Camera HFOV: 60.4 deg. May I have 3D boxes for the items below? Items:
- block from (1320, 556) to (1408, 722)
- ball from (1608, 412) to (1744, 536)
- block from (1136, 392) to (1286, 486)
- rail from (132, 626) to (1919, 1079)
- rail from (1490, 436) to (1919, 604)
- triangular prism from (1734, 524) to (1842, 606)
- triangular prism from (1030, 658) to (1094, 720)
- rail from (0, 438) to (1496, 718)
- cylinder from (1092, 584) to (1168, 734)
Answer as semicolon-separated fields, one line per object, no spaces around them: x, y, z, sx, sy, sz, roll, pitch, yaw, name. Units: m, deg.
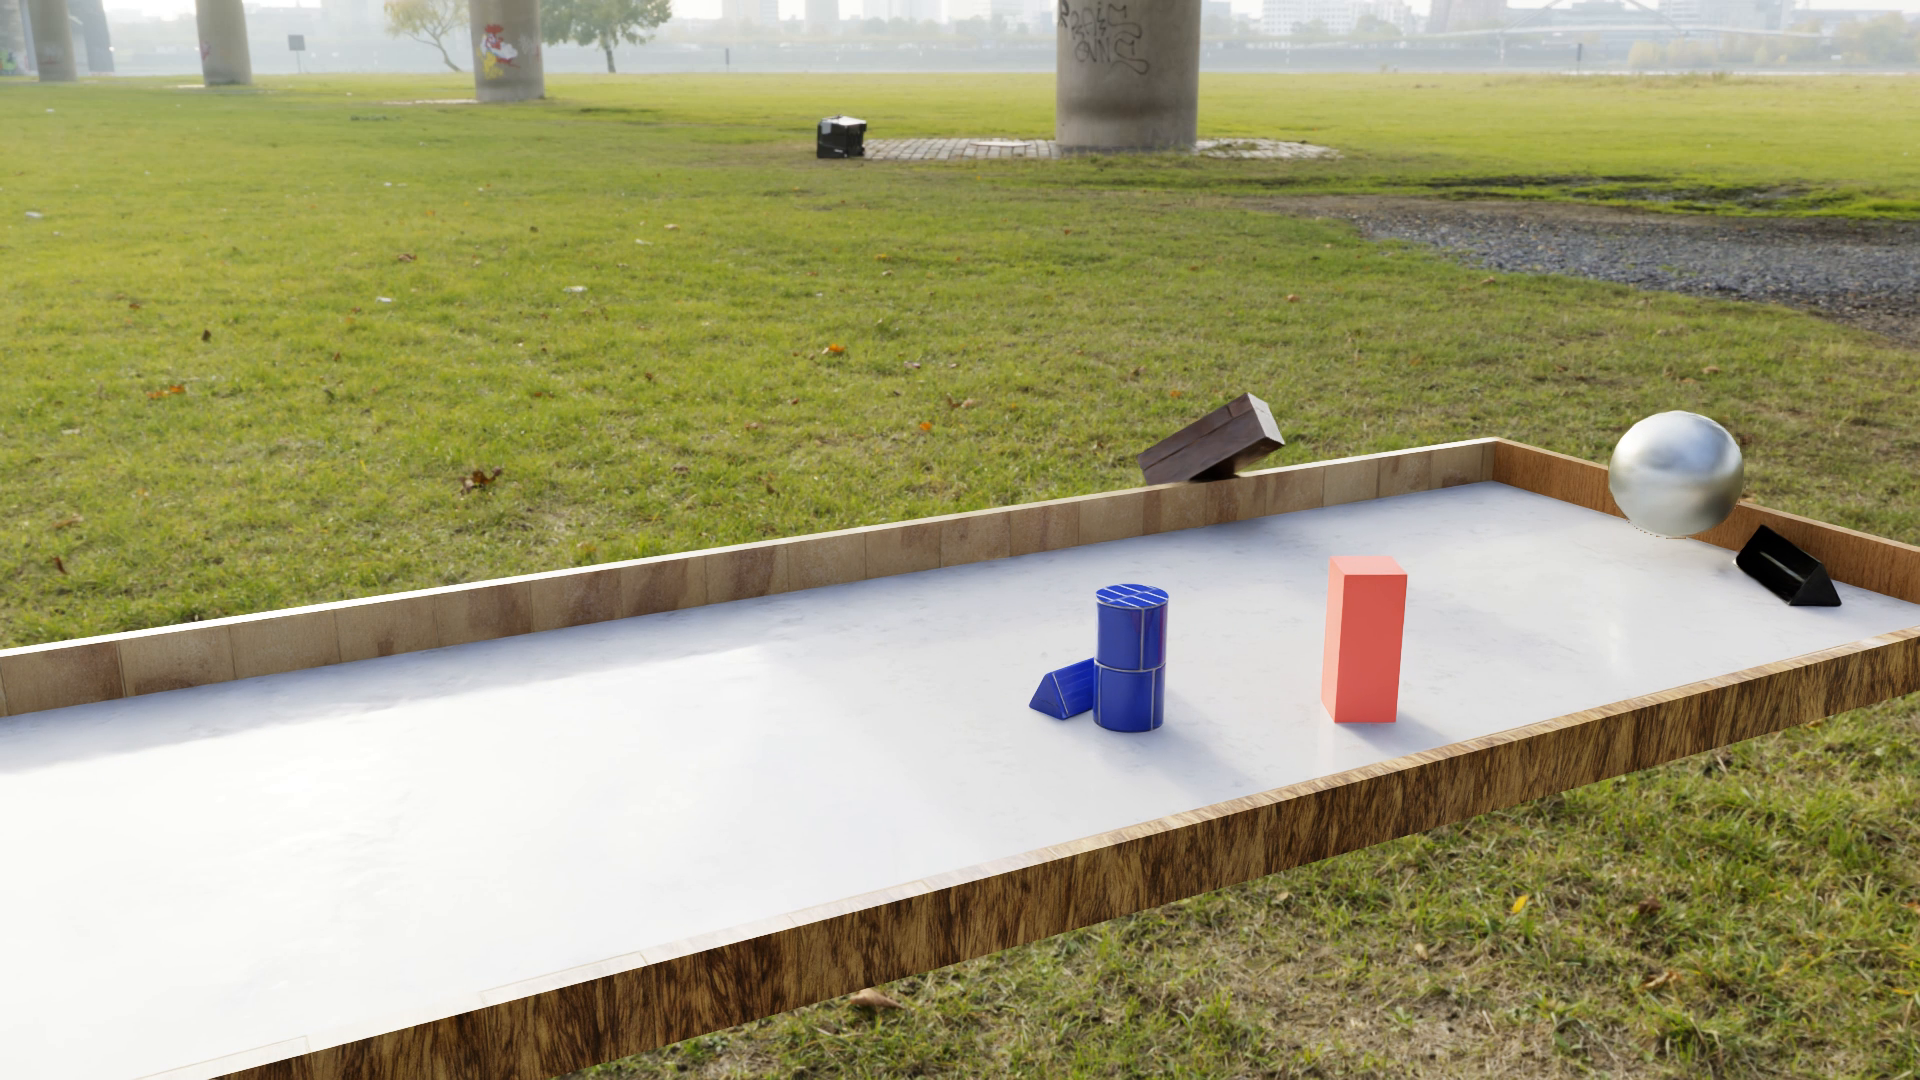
0.954;0.234;3.908;0.146;0.366;0.146;0;16;-1;block
2.252;-0.209;5.190;0.393;0.393;0.393;0;16;0;ball
0.841;-0.300;5.551;0.443;0.167;0.167;-30;-23;26;block
-2.336;1.006;1.665;12.000;0.150;0.050;-9;18;-27;rail
2.466;-0.048;5.253;0.050;0.150;2.100;-9;18;-27;rail
2.451;0.069;4.882;0.147;0.127;0.399;0;16;3;triangular prism
0.336;0.331;4.042;0.359;0.099;0.114;-15;22;-41;triangular prism
-3.305;0.497;3.399;12.000;0.150;0.050;-9;18;-27;rail
0.399;0.276;3.866;0.169;0.310;0.169;0;16;0;cylinder
